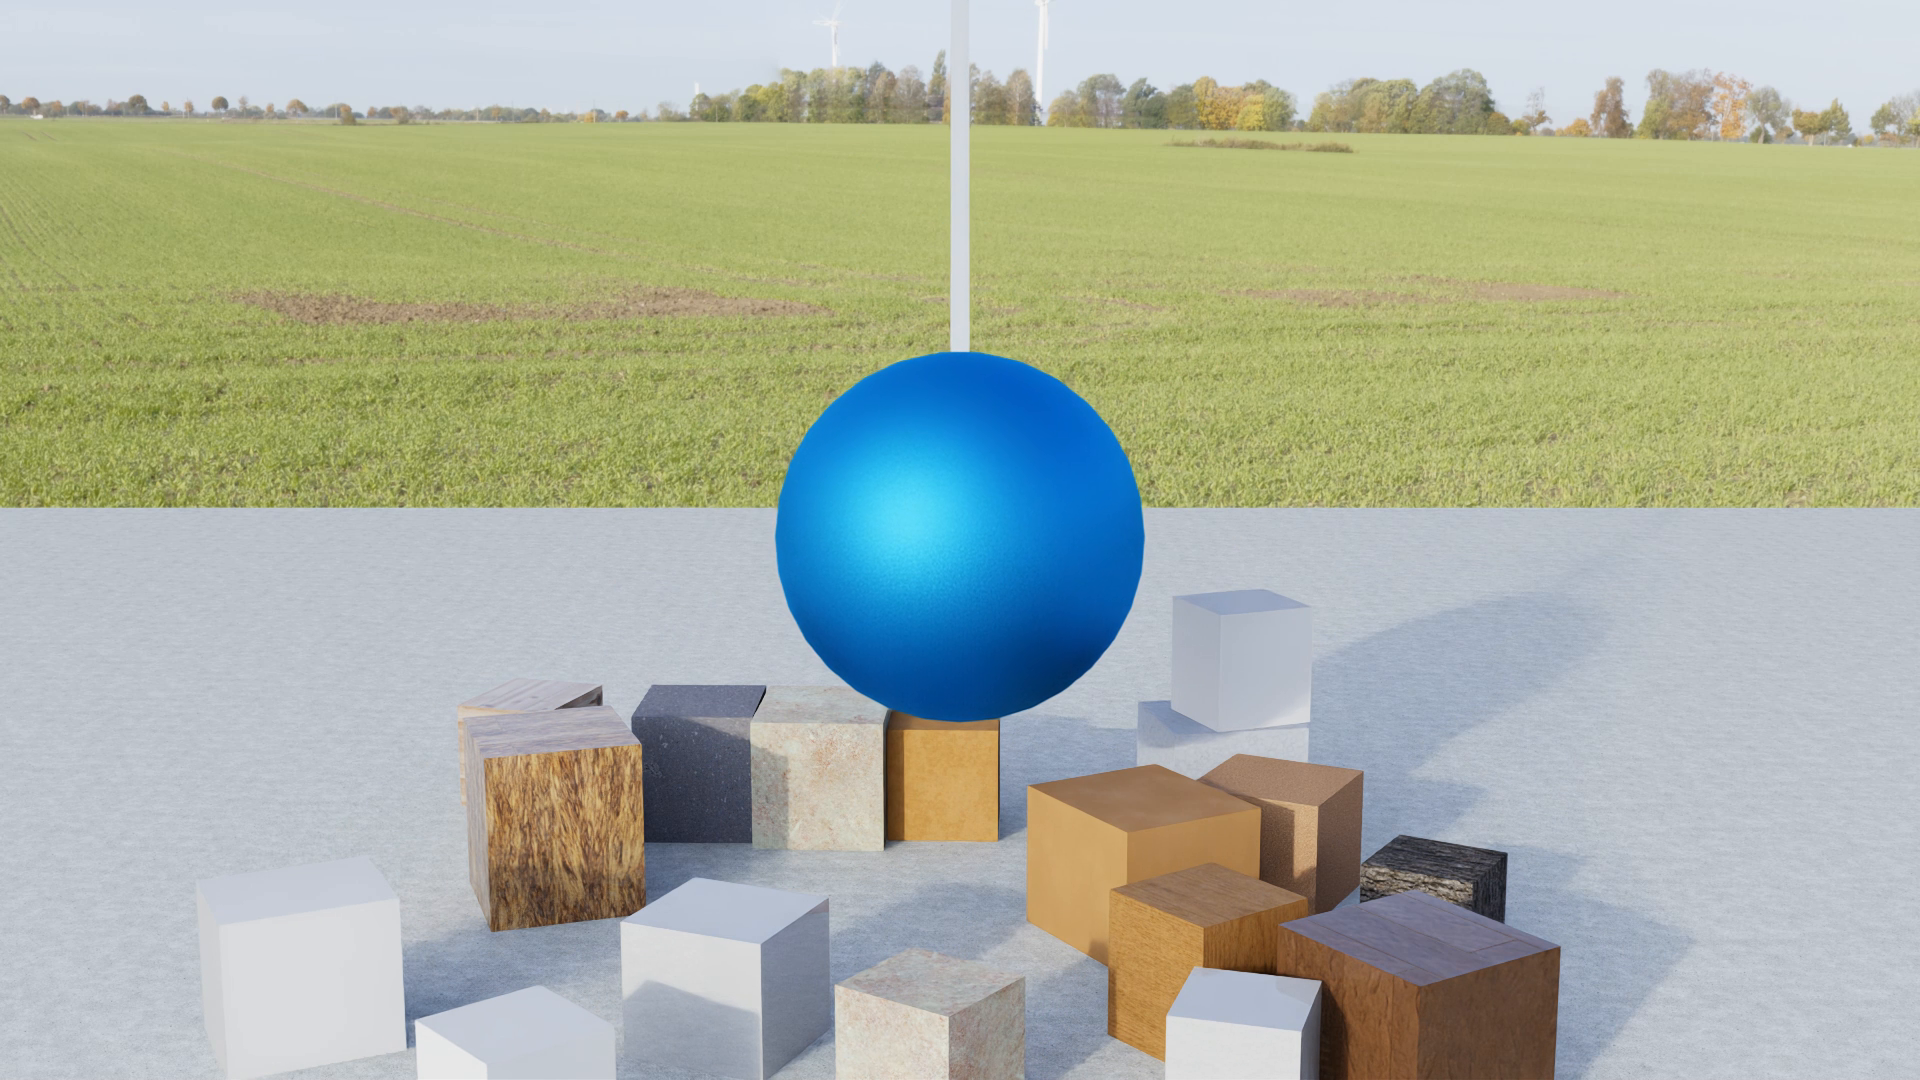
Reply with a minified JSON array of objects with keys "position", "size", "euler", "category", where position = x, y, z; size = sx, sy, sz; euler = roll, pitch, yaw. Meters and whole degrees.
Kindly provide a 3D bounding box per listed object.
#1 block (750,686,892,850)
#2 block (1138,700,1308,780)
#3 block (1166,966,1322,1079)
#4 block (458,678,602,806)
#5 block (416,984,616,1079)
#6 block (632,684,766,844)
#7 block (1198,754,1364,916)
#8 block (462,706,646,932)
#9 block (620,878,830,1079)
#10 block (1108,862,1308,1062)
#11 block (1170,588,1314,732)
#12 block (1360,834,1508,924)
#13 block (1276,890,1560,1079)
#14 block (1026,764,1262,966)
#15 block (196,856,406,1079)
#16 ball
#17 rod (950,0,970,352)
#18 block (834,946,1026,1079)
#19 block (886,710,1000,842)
[{"position":[-0.694,1.164,11.337],"size":[0.659,0.654,0.761],"euler":[0,10,3],"category":"block"},{"position":[1.344,1.190,11.354],"size":[0.698,0.596,0.674],"euler":[-2,11,-11],"category":"block"},{"position":[1.013,1.873,7.845],"size":[0.469,0.507,0.483],"euler":[3,11,17],"category":"block"},{"position":[-2.317,1.108,11.928],"size":[0.528,0.552,0.640],"euler":[3,11,17],"category":"block"},{"position":[-1.532,1.913,7.609],"size":[0.491,0.513,0.497],"euler":[-9,14,-40],"category":"block"},{"position":[-1.338,1.151,11.399],"size":[0.608,0.656,0.663],"euler":[0,10,1],"category":"block"},{"position":[1.477,1.393,10.330],"size":[0.639,0.563,0.646],"euler":[6,12,28],"category":"block"},{"position":[-1.900,1.280,10.266],"size":[0.704,0.808,0.743],"euler":[-4,11,-19],"category":"block"},{"position":[-0.911,1.710,8.622],"size":[0.610,0.550,0.565],"euler":[4,11,23],"category":"block"},{"position":[0.969,1.678,8.644],"size":[0.551,0.605,0.539],"euler":[-8,13,-36],"category":"block"},{"position":[1.435,0.606,11.237],"size":[0.527,0.597,0.507],"euler":[-4,11,-22],"category":"block"},{"position":[2.082,1.593,9.675],"size":[0.500,0.403,0.481],"euler":[6,12,31],"category":"block"},{"position":[1.676,1.760,8.113],"size":[0.704,0.635,0.733],"euler":[-7,12,-33],"category":"block"},{"position":[0.808,1.451,9.803],"size":[0.703,0.638,0.795],"euler":[-6,12,-30],"category":"block"},{"position":[-2.593,1.669,8.644],"size":[0.669,0.622,0.571],"euler":[-5,12,-27],"category":"block"},{"position":[0.000,-0.014,9.512],"size":[1.600,1.600,1.600],"euler":[0,10,0],"category":"ball"},{"position":[0.000,-3.398,9.840],"size":[0.080,5.200,0.080],"euler":[0,-6,0],"category":"rod"},{"position":[-0.107,1.844,8.039],"size":[0.510,0.495,0.475],"euler":[7,13,35],"category":"block"},{"position":[-0.079,1.194,11.372],"size":[0.560,0.581,0.539],"euler":[0,10,2],"category":"block"}]
